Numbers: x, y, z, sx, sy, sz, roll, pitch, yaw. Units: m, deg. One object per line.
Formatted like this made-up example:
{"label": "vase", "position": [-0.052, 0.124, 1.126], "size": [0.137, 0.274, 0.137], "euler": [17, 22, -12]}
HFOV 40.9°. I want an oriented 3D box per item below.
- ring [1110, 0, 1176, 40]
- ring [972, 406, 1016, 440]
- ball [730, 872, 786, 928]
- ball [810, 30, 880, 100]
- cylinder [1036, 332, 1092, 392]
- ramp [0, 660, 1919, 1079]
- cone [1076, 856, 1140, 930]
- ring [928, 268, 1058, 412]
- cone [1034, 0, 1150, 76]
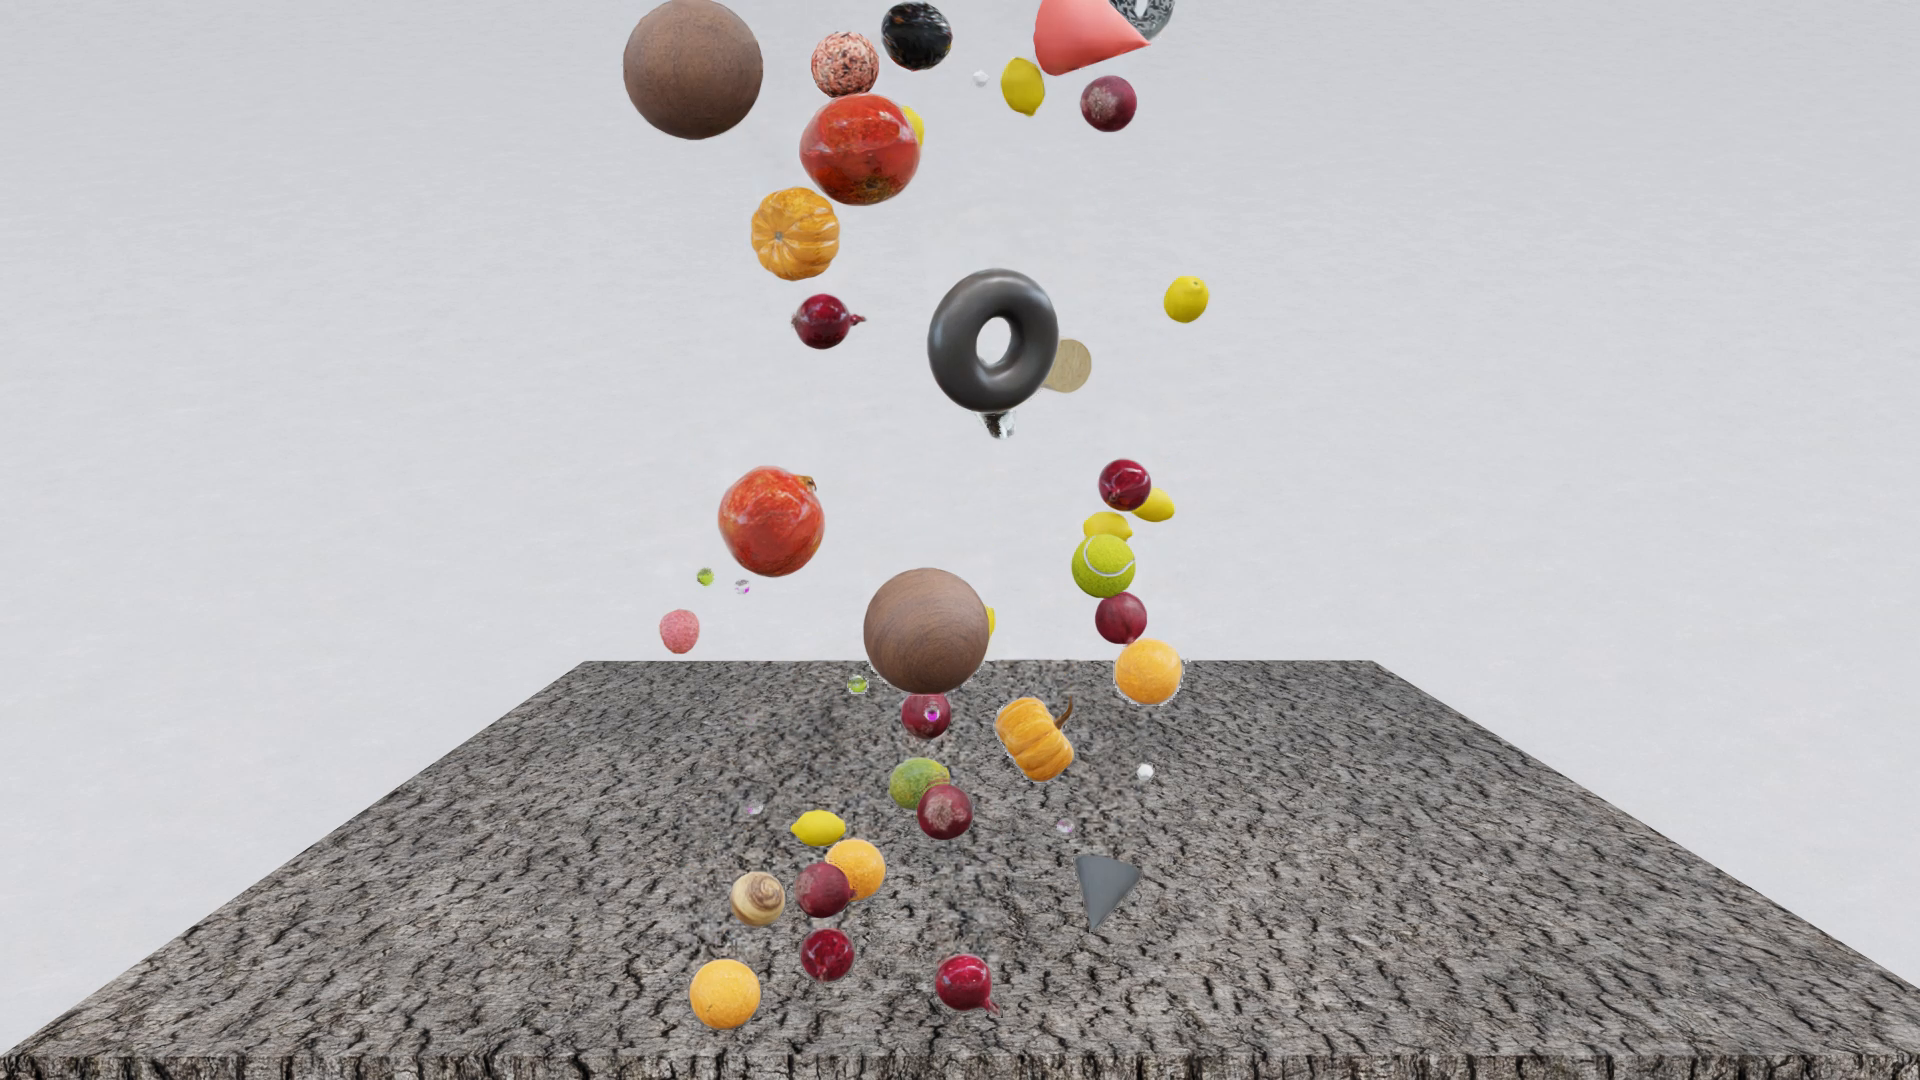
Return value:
{"label": "ring", "position": [0.187, -0.552, 2.642], "size": [0.084, 0.084, 0.028], "euler": [-18, 33, -37]}
{"label": "ring", "position": [0.029, -0.163, 2.923], "size": [0.036, 0.109, 0.109], "euler": [-30, 27, -4]}
{"label": "ball", "position": [-0.230, 0.408, 2.920], "size": [0.063, 0.063, 0.063], "euler": [0, 22, 0]}
{"label": "ball", "position": [-0.117, -0.484, 2.622], "size": [0.070, 0.070, 0.070], "euler": [0, 22, 0]}
{"label": "cylinder", "position": [0.104, -0.196, 2.832], "size": [0.060, 0.060, 0.060], "euler": [-15, 4, -33]}
{"label": "ramp", "position": [0.050, 0.457, 4.533], "size": [2.000, 0.100, 4.000], "euler": [0, 3, 0]}
{"label": "cone", "position": [0.155, 0.398, 2.842], "size": [0.075, 0.075, 0.075], "euler": [7, 63, 18]}
{"label": "ring", "position": [0.031, -0.187, 2.411], "size": [0.138, 0.138, 0.046], "euler": [-13, 21, -29]}
{"label": "cone", "position": [0.138, -0.473, 2.407], "size": [0.098, 0.098, 0.098], "euler": [21, 29, 32]}
